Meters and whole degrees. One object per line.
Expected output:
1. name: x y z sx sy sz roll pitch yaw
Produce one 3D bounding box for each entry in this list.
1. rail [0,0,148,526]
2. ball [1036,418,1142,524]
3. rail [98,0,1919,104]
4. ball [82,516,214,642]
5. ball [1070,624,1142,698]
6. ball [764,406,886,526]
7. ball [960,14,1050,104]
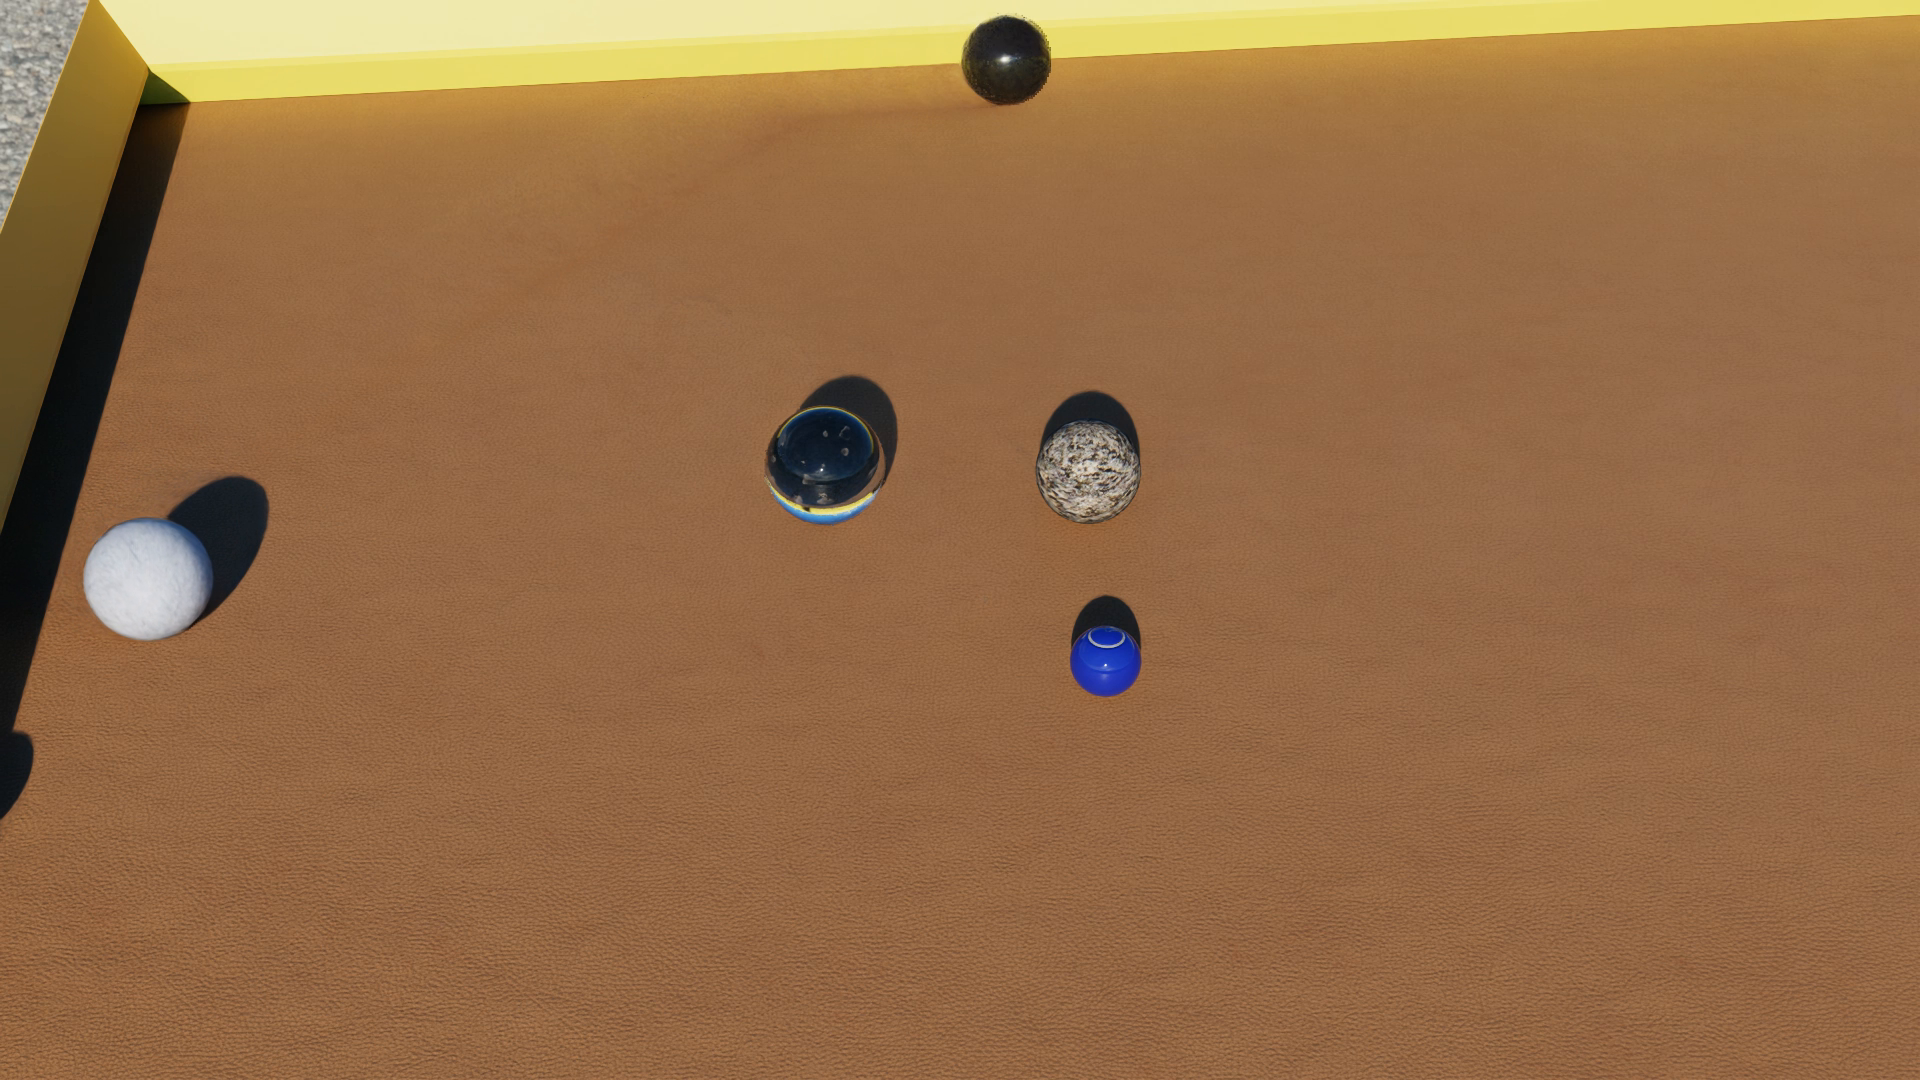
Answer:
1. rail: -0.646 0.026 1.638 0.045 0.108 1.607 -4 36 -5
2. ball: 0.089 -0.048 1.772 0.073 0.073 0.073 0 36 0
3. rail: 0.579 -0.515 2.393 2.698 0.108 0.045 -4 36 -5
4. ball: -0.527 0.025 1.664 0.081 0.081 0.081 0 36 0
5. ball: 0.092 0.077 1.623 0.046 0.046 0.046 0 36 0
6. ball: -0.093 -0.052 1.770 0.083 0.083 0.083 0 36 0
7. ball: 0.041 -0.431 2.301 0.080 0.080 0.080 0 36 0
